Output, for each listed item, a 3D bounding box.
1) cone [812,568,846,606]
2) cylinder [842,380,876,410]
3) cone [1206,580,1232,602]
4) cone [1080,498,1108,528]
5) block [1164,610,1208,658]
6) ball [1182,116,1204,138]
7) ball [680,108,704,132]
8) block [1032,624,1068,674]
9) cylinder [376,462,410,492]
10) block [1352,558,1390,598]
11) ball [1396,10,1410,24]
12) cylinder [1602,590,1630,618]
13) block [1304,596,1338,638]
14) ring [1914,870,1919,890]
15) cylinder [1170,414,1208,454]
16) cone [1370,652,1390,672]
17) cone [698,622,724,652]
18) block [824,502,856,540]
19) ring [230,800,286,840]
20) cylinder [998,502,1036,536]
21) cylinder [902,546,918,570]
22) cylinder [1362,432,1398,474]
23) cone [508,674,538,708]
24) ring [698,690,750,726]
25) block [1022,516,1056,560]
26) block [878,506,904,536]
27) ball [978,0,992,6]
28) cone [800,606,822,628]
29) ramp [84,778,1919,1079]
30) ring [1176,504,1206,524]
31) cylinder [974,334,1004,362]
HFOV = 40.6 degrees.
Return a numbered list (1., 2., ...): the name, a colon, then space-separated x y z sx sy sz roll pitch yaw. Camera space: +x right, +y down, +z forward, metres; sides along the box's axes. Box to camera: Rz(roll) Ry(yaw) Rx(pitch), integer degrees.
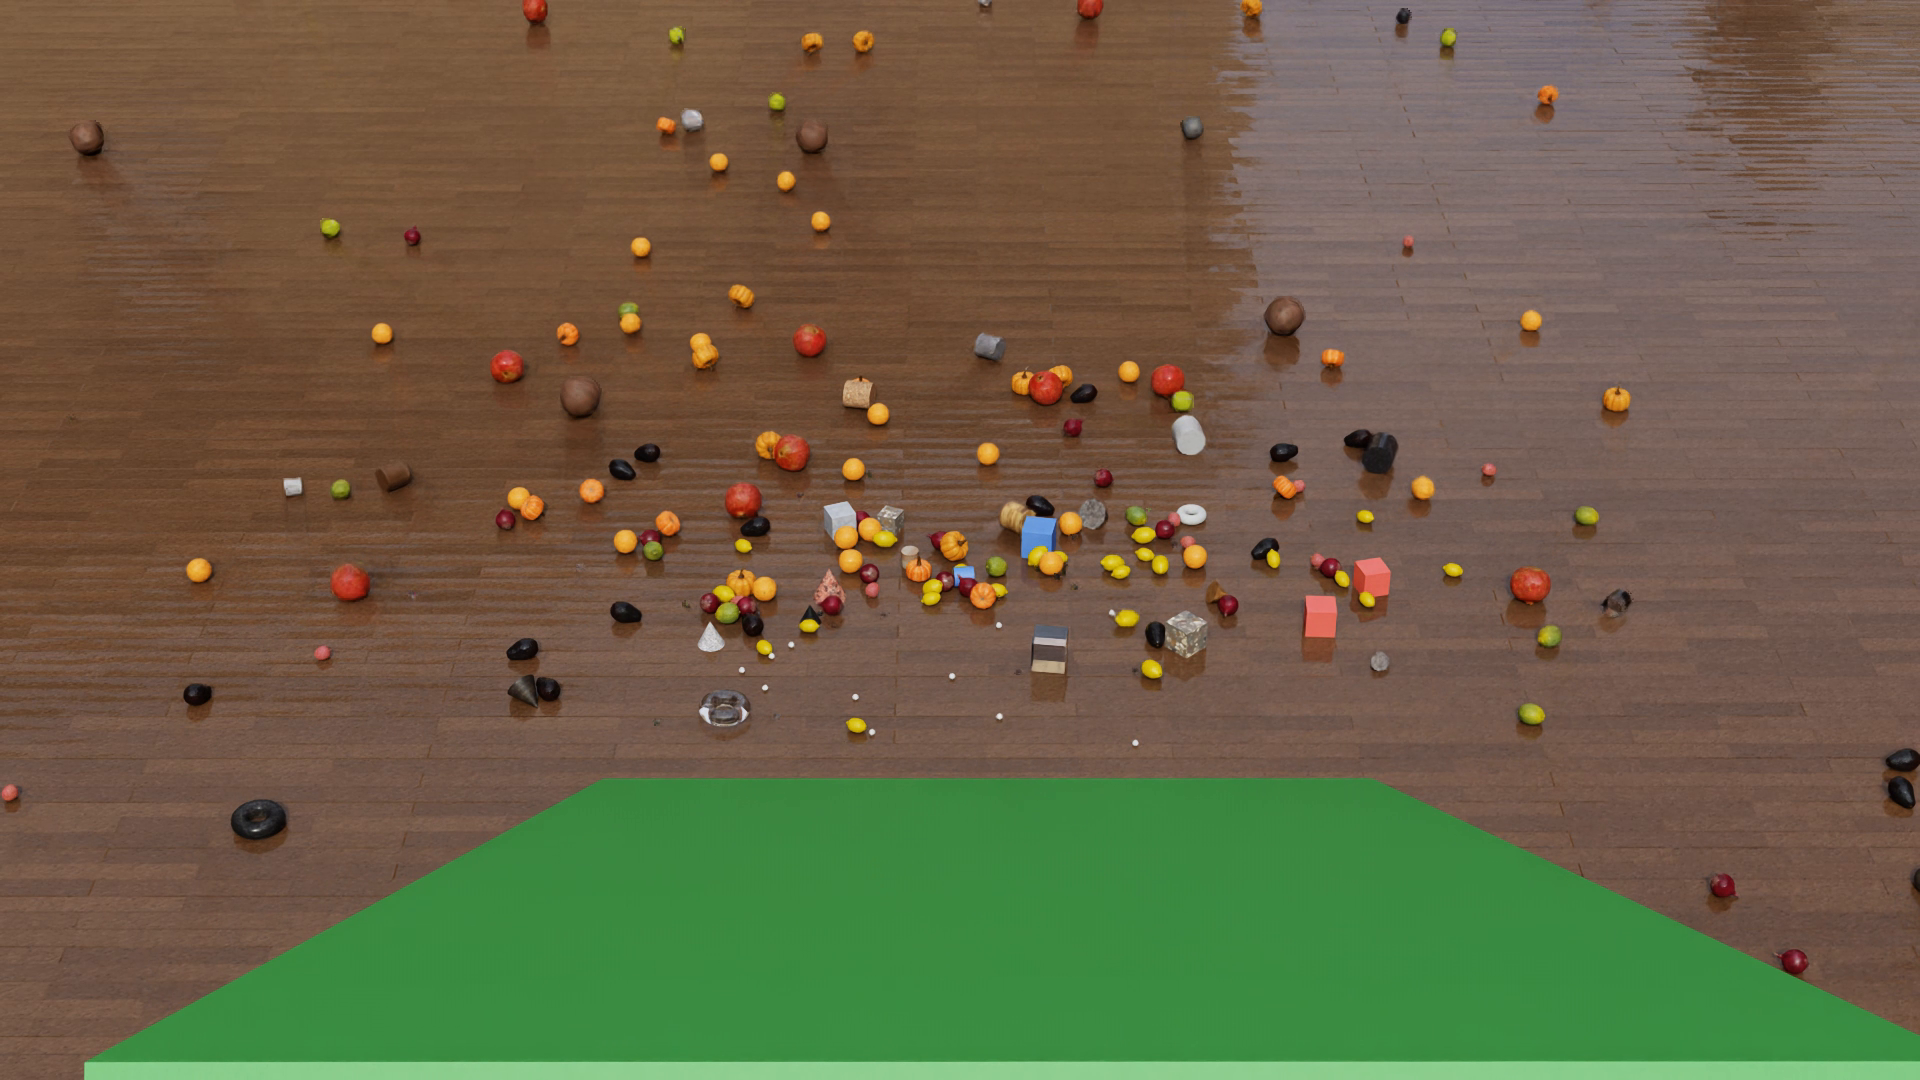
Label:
1. cone: -0.382 0.124 7.577 0.099 0.099 0.099 0 33 0
2. cylinder: -0.330 -0.477 8.525 0.089 0.089 0.089 7 33 11
3. cone: 0.766 0.162 7.582 0.069 0.069 0.069 20 28 -19
4. cone: 0.430 -0.080 7.950 0.093 0.093 0.093 23 12 31
5. block: 0.643 0.268 7.368 0.084 0.084 0.084 -27 41 -35
6. ball: 0.929 -1.644 10.345 0.086 0.086 0.086 0 33 0
7. ball: -1.075 -1.685 10.406 0.089 0.089 0.089 0 33 0
8. block: 0.253 0.307 7.298 0.094 0.094 0.094 4 33 7
9. cylinder: -1.771 -0.198 8.102 0.076 0.076 0.076 -25 40 -33
10. block: 1.209 0.112 7.616 0.080 0.080 0.080 -8 34 -13
11. ball: 1.945 -2.296 11.385 0.060 0.060 0.060 0 33 0
12. cylinder: 1.905 0.184 7.521 0.060 0.060 0.060 23 39 31
13. block: 1.034 0.219 7.443 0.085 0.085 0.085 2 33 2
14. ring: 2.452 0.857 6.492 0.121 0.040 0.121 0 31 0
15. cylinder: 0.732 -0.335 8.300 0.092 0.092 0.092 -10 51 -14
16. cone: 1.174 0.339 7.312 0.055 0.055 0.055 -8 7 -12
17. cone: -0.710 0.263 7.381 0.078 0.078 0.078 0 33 0
18. block: -0.364 -0.059 7.884 0.077 0.077 0.077 -13 35 -19
19. ring: -1.812 0.721 6.697 0.139 0.046 0.139 1 33 -1
20. cylinder: 0.176 -0.064 7.886 0.083 0.083 0.083 26 41 34
21. cylinder: -0.149 0.053 7.732 0.052 0.052 0.052 0 33 0
22. cylinder: 1.329 -0.275 8.203 0.097 0.097 0.097 10 34 15
23. cone: -1.188 0.432 7.154 0.086 0.086 0.086 -26 67 -35
24. ring: -0.645 0.460 7.104 0.143 0.048 0.143 1 32 0
25. block: 0.237 -0.005 7.787 0.091 0.091 0.091 6 33 9
26. block: -0.211 -0.059 7.899 0.060 0.060 0.060 14 35 21
27. ball: 0.111 -2.422 11.574 0.067 0.067 0.067 0 33 0
28. cone: -0.432 0.212 7.476 0.062 0.062 0.062 0 33 0
29. ramp: 0.073 0.636 4.743 2.000 0.100 4.000 0 -1 0
30. ring: 0.710 -0.078 7.956 0.093 0.031 0.093 -1 33 1
31. cylinder: 0.101 -0.654 8.812 0.076 0.076 0.076 17 37 25
